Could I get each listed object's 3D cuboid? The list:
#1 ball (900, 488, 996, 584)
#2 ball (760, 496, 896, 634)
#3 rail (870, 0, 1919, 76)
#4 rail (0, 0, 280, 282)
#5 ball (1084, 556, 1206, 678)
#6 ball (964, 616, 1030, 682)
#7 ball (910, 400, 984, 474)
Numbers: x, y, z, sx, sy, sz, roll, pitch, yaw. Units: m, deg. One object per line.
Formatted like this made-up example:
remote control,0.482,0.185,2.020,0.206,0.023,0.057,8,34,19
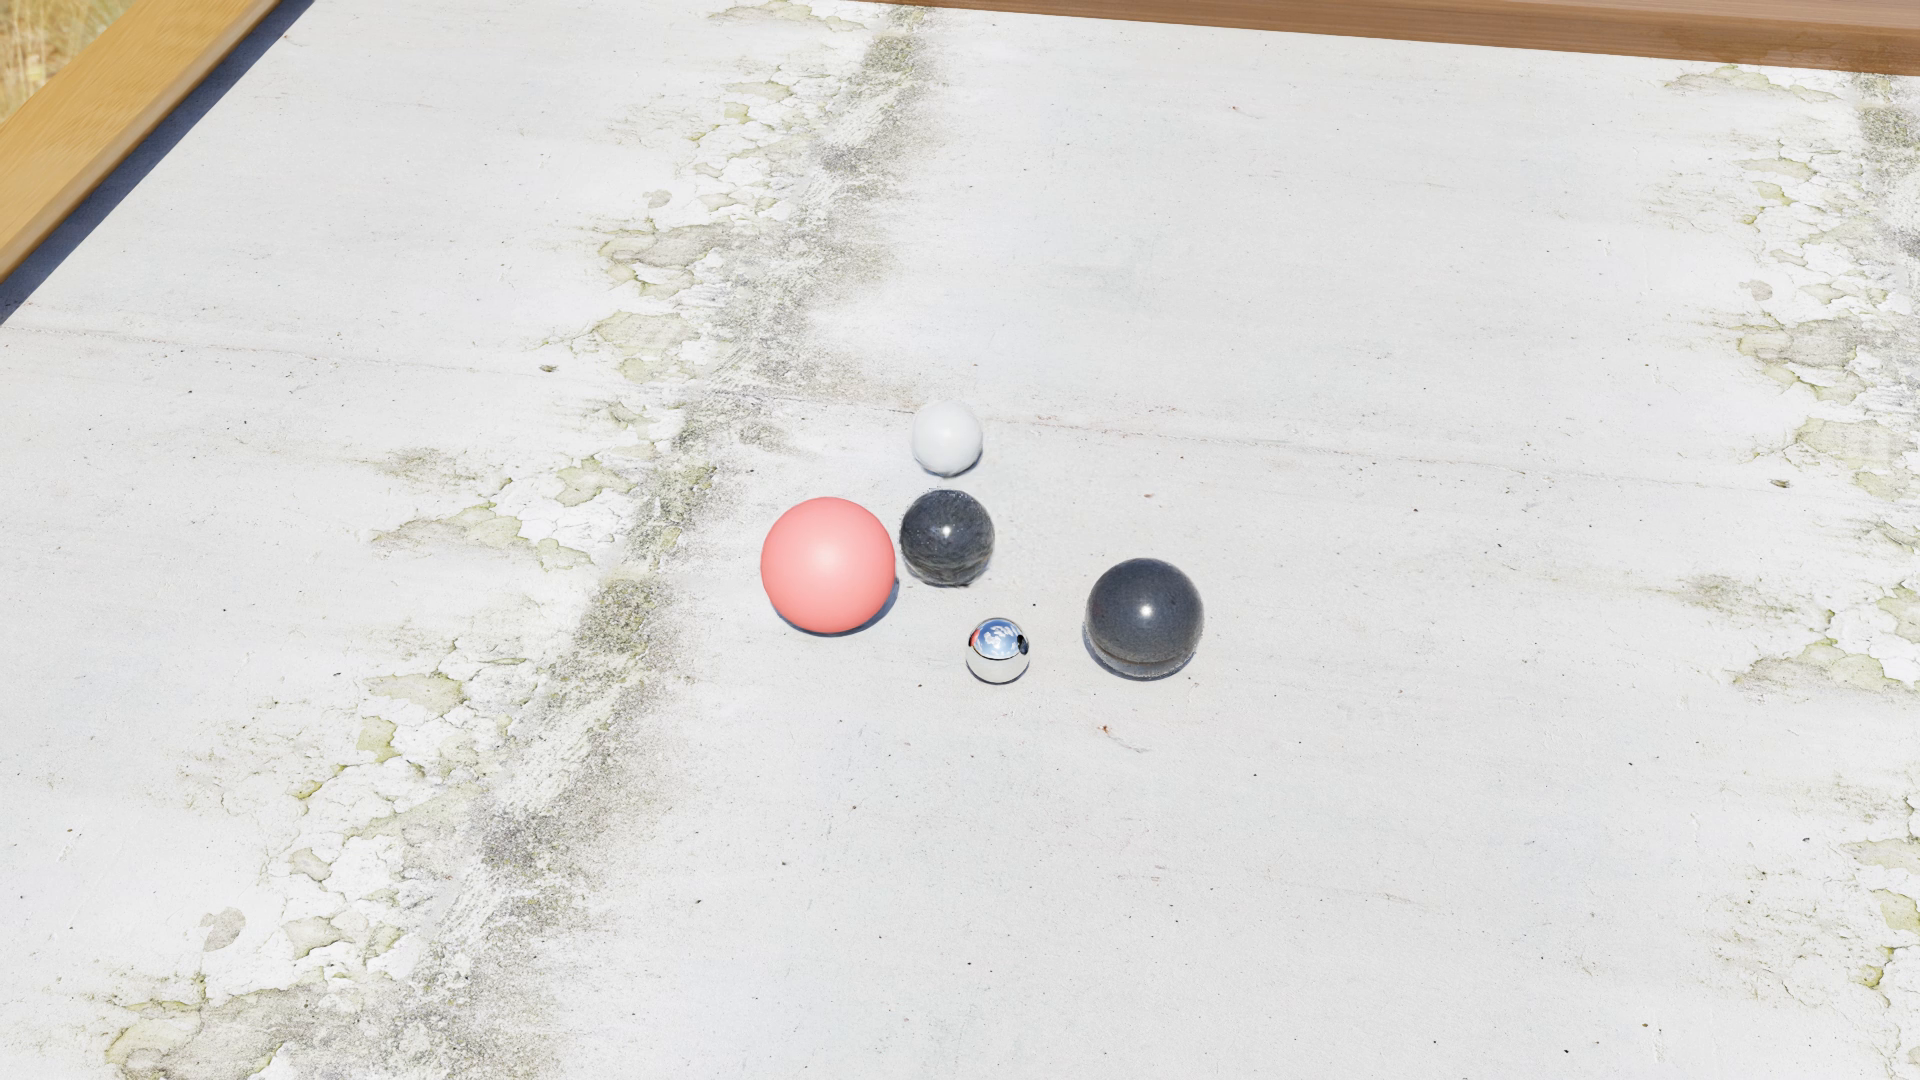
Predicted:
ball,-0.009,-0.003,1.880,0.070,0.070,0.070,0,35,0
ball,-0.094,0.018,1.828,0.097,0.097,0.097,0,35,0
rail,1.077,-0.505,2.555,3.655,0.126,0.045,6,35,8
rail,-0.876,-0.113,1.989,0.045,0.126,2.084,6,35,8
ball,0.129,0.054,1.787,0.084,0.084,0.084,0,35,0
ball,0.026,0.076,1.788,0.046,0.046,0.046,0,35,0
ball,-0.010,-0.080,2.003,0.058,0.058,0.058,0,35,0
